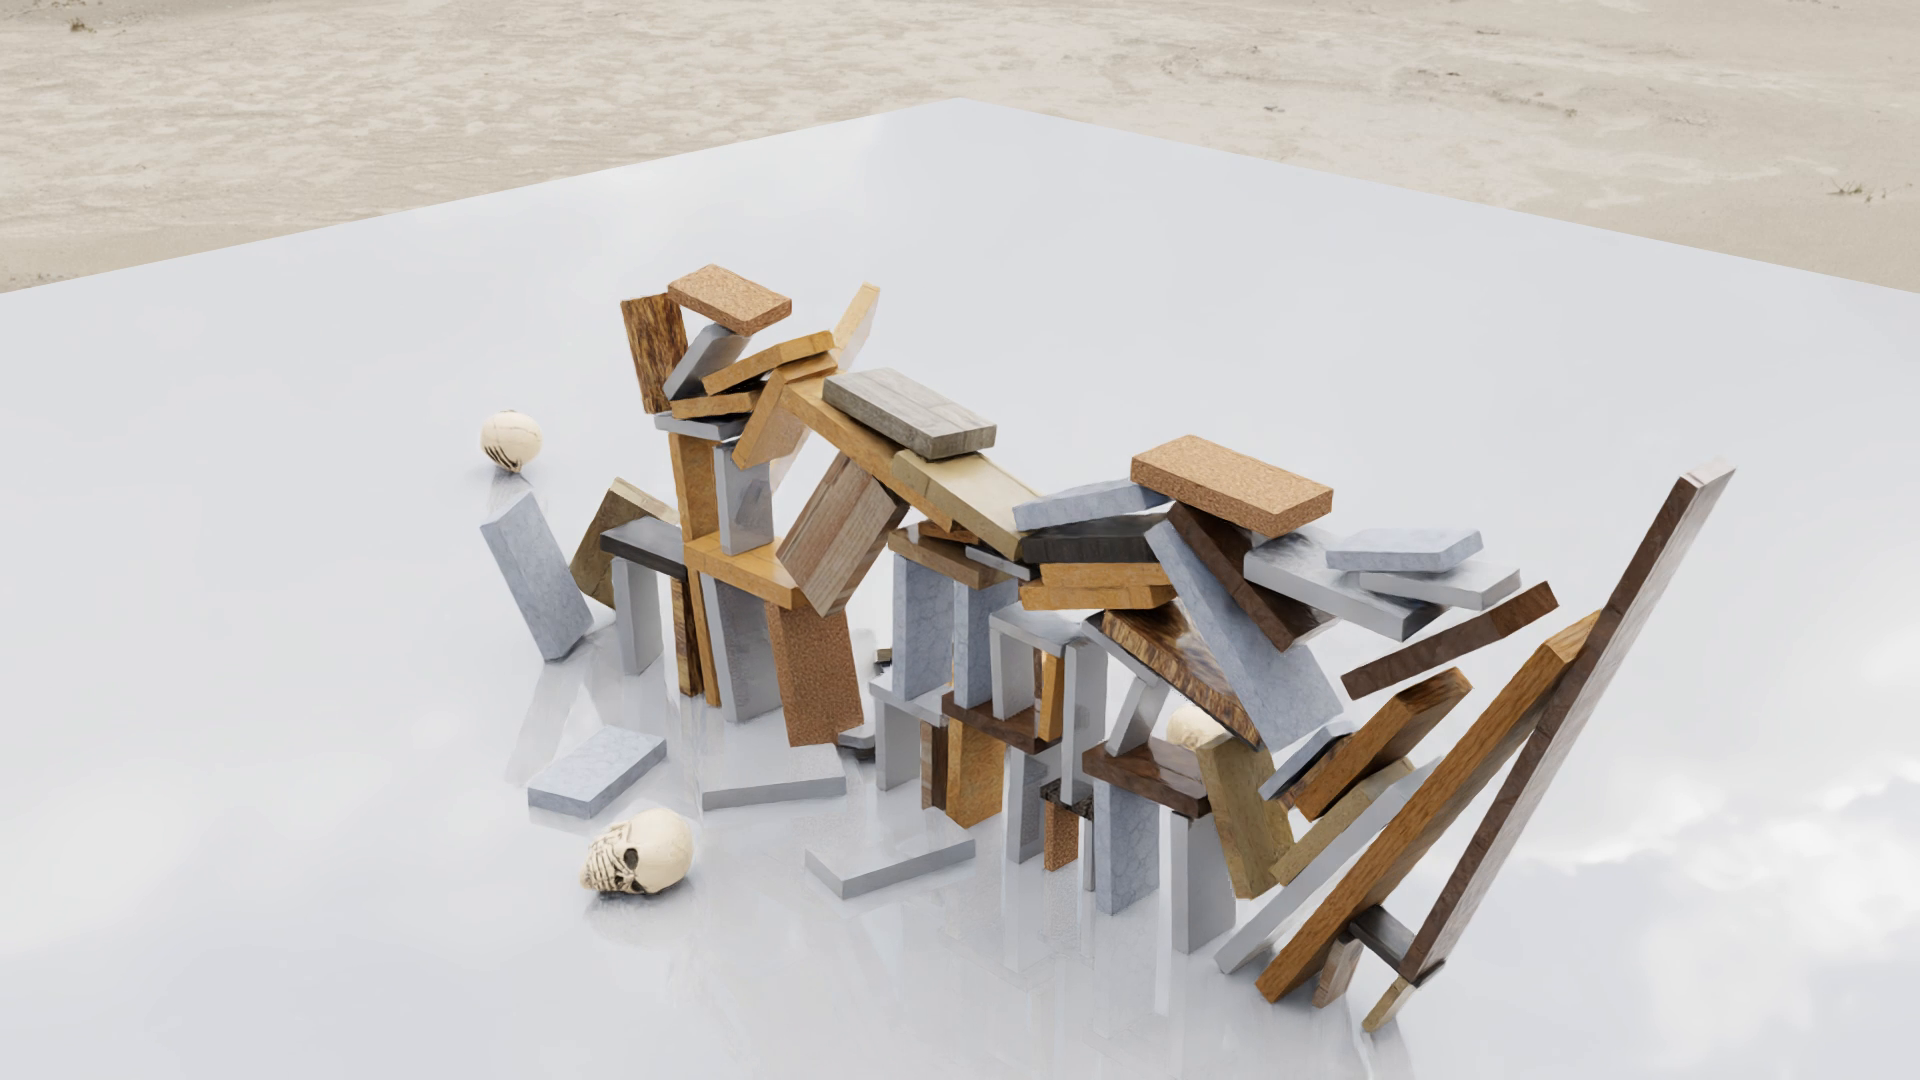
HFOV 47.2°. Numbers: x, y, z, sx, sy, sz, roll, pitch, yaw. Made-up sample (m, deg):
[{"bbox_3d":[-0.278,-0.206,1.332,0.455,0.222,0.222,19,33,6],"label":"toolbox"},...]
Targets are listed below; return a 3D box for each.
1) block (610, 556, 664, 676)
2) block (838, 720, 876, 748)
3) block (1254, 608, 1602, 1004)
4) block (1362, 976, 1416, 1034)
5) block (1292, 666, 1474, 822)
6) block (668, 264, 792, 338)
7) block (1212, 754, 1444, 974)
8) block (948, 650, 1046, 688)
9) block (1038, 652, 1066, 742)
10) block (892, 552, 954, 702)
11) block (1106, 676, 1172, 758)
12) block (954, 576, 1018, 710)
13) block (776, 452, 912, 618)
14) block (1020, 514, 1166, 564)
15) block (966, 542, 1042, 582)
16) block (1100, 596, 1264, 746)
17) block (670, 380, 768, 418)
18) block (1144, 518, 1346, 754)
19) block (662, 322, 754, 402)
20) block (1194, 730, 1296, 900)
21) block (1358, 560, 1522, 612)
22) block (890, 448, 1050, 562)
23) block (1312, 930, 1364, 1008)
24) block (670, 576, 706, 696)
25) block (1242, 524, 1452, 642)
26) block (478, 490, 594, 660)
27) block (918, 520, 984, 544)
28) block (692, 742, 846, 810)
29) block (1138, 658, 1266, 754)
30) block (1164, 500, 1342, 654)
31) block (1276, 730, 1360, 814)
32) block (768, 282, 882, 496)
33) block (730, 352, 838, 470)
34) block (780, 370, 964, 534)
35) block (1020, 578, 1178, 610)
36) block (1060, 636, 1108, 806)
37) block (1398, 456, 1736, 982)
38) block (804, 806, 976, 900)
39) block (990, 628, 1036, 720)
[{"bbox_3d":[-0.738,0.153,5.038,0.040,0.282,0.141,5,24,17],"label":"block"},{"bbox_3d":[-0.176,0.411,4.722,0.162,0.023,0.081,-16,14,-43],"label":"block"},{"bbox_3d":[0.758,0.458,3.592,0.162,0.958,0.046,-21,61,-41],"label":"block"},{"bbox_3d":[0.746,0.775,3.748,0.077,0.153,0.022,-22,58,-41],"label":"block"},{"bbox_3d":[0.693,0.338,3.615,0.162,0.323,0.046,-18,63,-39],"label":"block"},{"bbox_3d":[-0.476,-0.497,4.539,0.247,0.035,0.123,28,45,36],"label":"block"},{"bbox_3d":[0.633,0.565,3.774,0.140,0.595,0.040,-21,66,-41],"label":"block"},{"bbox_3d":[0.051,0.320,4.878,0.177,0.050,0.370,13,26,26],"label":"block"},{"bbox_3d":[0.196,0.281,4.128,0.092,0.184,0.026,-21,37,-40],"label":"block"},{"bbox_3d":[-0.073,0.157,4.383,0.132,0.314,0.037,-21,32,-40],"label":"block"},{"bbox_3d":[0.330,0.305,3.994,0.094,0.187,0.027,-21,52,-41],"label":"block"},{"bbox_3d":[0.050,0.184,4.251,0.132,0.264,0.037,-20,31,-39],"label":"block"},{"bbox_3d":[-0.237,-0.023,4.439,0.050,0.355,0.177,-17,62,-45],"label":"block"},{"bbox_3d":[0.281,-0.004,3.924,0.163,0.046,0.327,-20,13,-40],"label":"block"},{"bbox_3d":[0.100,0.032,4.139,0.085,0.024,0.169,-21,29,-39],"label":"block"},{"bbox_3d":[0.434,0.215,3.858,0.155,0.044,0.368,-21,46,-41],"label":"block"},{"bbox_3d":[-0.470,-0.298,4.615,0.140,0.040,0.279,-21,13,-40],"label":"block"},{"bbox_3d":[0.485,0.141,3.746,0.163,0.429,0.046,-24,-9,-41],"label":"block"},{"bbox_3d":[-0.523,-0.382,4.610,0.123,0.247,0.035,-20,75,-37],"label":"block"},{"bbox_3d":[0.508,0.474,3.868,0.140,0.280,0.040,-23,10,-40],"label":"block"},{"bbox_3d":[0.750,0.061,3.441,0.222,0.031,0.111,11,27,44],"label":"block"},{"bbox_3d":[0.044,-0.082,4.143,0.331,0.047,0.166,36,36,32],"label":"block"},{"bbox_3d":[0.663,0.739,3.823,0.076,0.153,0.022,-21,46,-41],"label":"block"},{"bbox_3d":[-0.572,0.197,4.935,0.141,0.282,0.040,-21,29,-41],"label":"block"},{"bbox_3d":[0.631,0.064,3.569,0.310,0.044,0.155,24,38,38],"label":"block"},{"bbox_3d":[-0.981,0.083,5.114,0.050,0.354,0.177,-15,19,24],"label":"block"},{"bbox_3d":[0.007,-0.022,4.232,0.085,0.024,0.169,-17,18,-41],"label":"block"},{"bbox_3d":[-0.395,0.489,4.555,0.297,0.042,0.148,-5,24,-12],"label":"block"},{"bbox_3d":[0.446,0.266,3.857,0.089,0.025,0.284,-21,48,-41],"label":"block"},{"bbox_3d":[0.501,0.038,3.704,0.155,0.044,0.310,-22,66,-40],"label":"block"},{"bbox_3d":[0.619,0.391,3.726,0.089,0.178,0.025,-14,60,-52],"label":"block"},{"bbox_3d":[-0.419,-0.280,5.548,0.050,0.177,1.011,23,48,4],"label":"block"},{"bbox_3d":[-0.361,-0.264,4.511,0.139,0.279,0.040,-21,65,-41],"label":"block"},{"bbox_3d":[-0.129,-0.180,4.317,0.491,0.047,0.166,37,36,29],"label":"block"},{"bbox_3d":[0.274,0.082,3.979,0.310,0.044,0.155,-3,14,45],"label":"block"},{"bbox_3d":[0.233,0.332,4.112,0.027,0.331,0.094,21,32,38],"label":"block"},{"bbox_3d":[0.907,0.306,3.367,0.111,1.051,0.031,-21,52,-41],"label":"block"},{"bbox_3d":[-0.135,0.607,4.277,0.297,0.042,0.149,-14,27,-29],"label":"block"},{"bbox_3d":[0.101,0.244,4.210,0.026,0.185,0.092,16,29,40],"label":"block"}]
